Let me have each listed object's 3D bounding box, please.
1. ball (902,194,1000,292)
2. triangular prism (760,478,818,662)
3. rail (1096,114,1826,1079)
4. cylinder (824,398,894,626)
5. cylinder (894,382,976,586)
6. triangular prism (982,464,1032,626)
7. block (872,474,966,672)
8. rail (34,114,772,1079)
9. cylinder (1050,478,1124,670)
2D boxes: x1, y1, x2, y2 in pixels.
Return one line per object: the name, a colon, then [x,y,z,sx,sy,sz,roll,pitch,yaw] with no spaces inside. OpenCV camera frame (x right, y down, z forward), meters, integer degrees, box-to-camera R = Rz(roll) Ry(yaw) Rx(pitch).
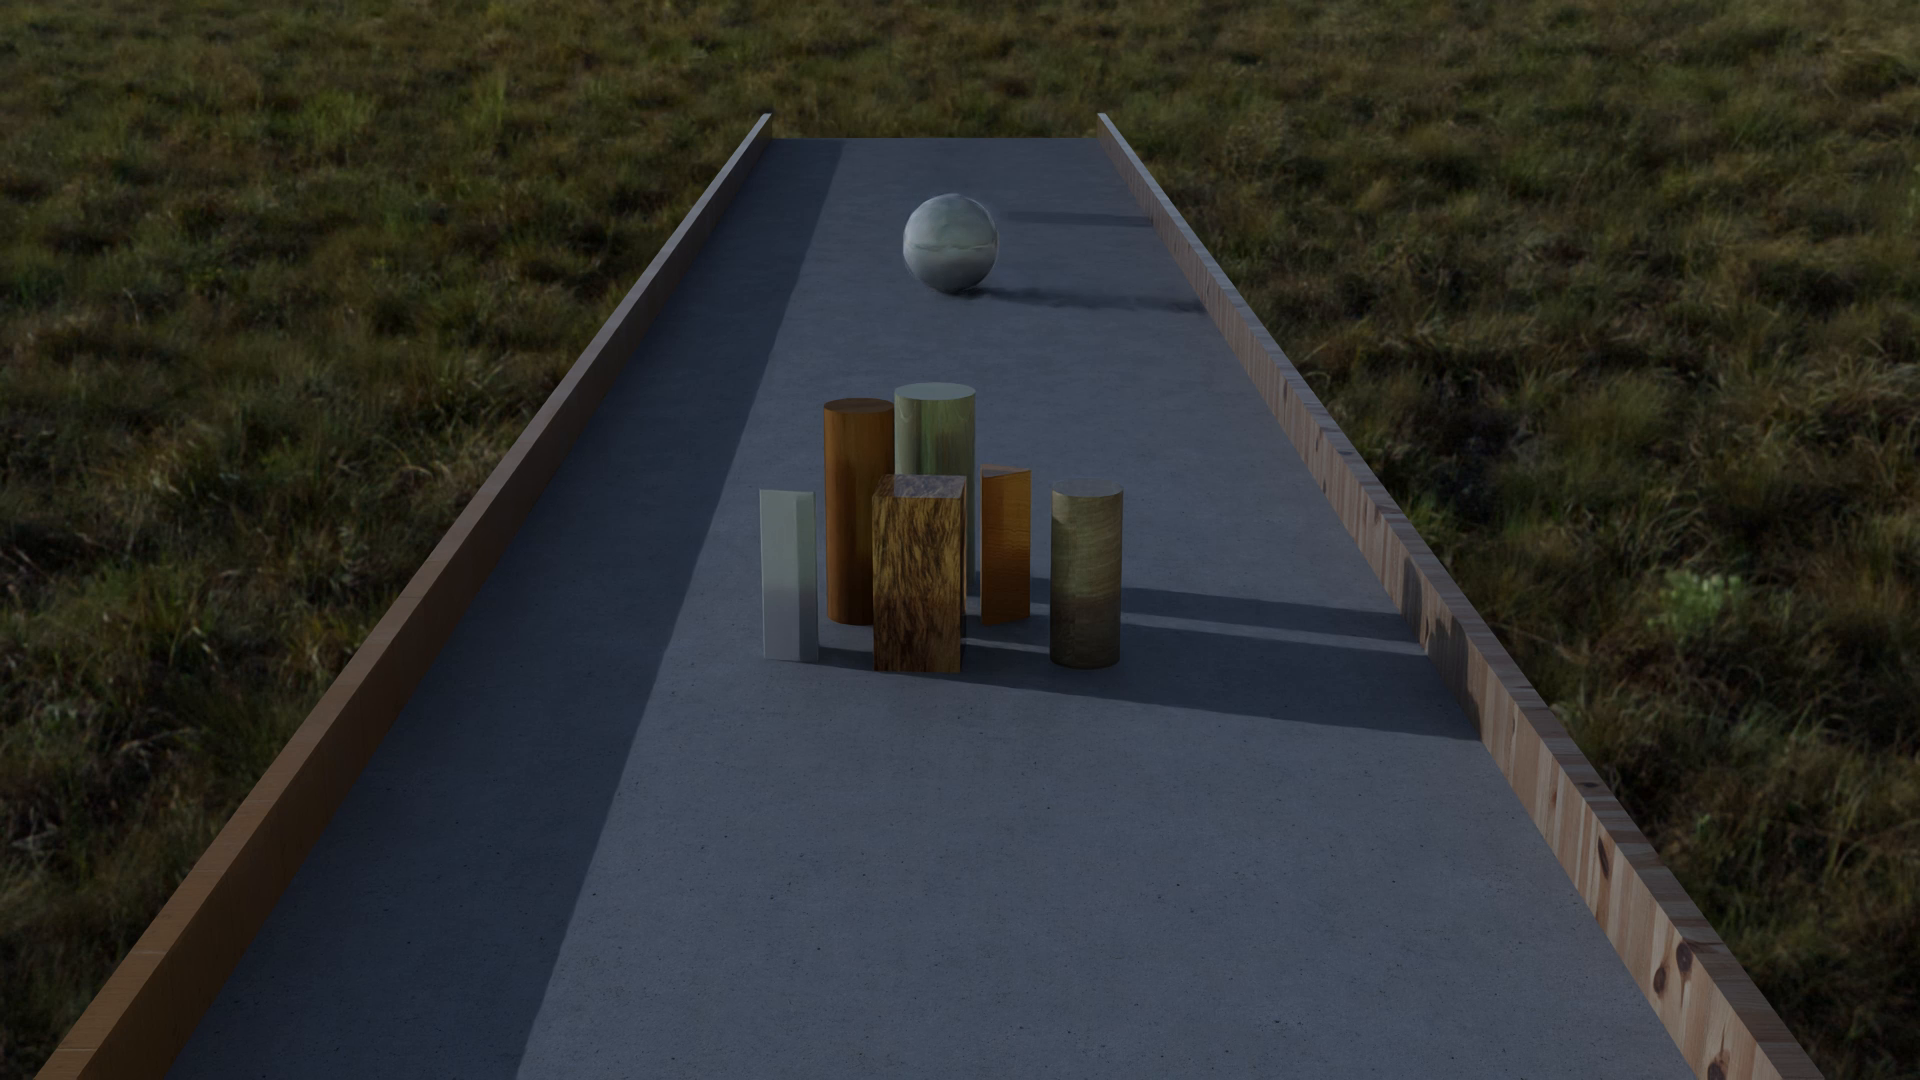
ball: [-0.035,-1.132,8.381,0.371,0.371,0.371,0,17,0]
triangular prism: [-0.331,0.058,4.412,0.111,0.352,0.096,3,17,10]
rail: [0.932,-0.844,7.801,0.050,0.150,12.000,0,17,-1]
cylinder: [-0.210,-0.060,4.628,0.147,0.456,0.147,0,17,0]
cylinder: [-0.055,-0.118,4.866,0.178,0.432,0.178,0,17,0]
triangular prism: [0.073,0.005,4.644,0.116,0.323,0.100,-10,19,-30]
block: [-0.079,0.065,4.381,0.171,0.357,0.171,1,17,4]
rail: [-1.118,-0.838,7.780,0.050,0.150,12.000,0,17,-1]
cylinder: [0.251,0.067,4.378,0.141,0.355,0.141,0,17,0]
